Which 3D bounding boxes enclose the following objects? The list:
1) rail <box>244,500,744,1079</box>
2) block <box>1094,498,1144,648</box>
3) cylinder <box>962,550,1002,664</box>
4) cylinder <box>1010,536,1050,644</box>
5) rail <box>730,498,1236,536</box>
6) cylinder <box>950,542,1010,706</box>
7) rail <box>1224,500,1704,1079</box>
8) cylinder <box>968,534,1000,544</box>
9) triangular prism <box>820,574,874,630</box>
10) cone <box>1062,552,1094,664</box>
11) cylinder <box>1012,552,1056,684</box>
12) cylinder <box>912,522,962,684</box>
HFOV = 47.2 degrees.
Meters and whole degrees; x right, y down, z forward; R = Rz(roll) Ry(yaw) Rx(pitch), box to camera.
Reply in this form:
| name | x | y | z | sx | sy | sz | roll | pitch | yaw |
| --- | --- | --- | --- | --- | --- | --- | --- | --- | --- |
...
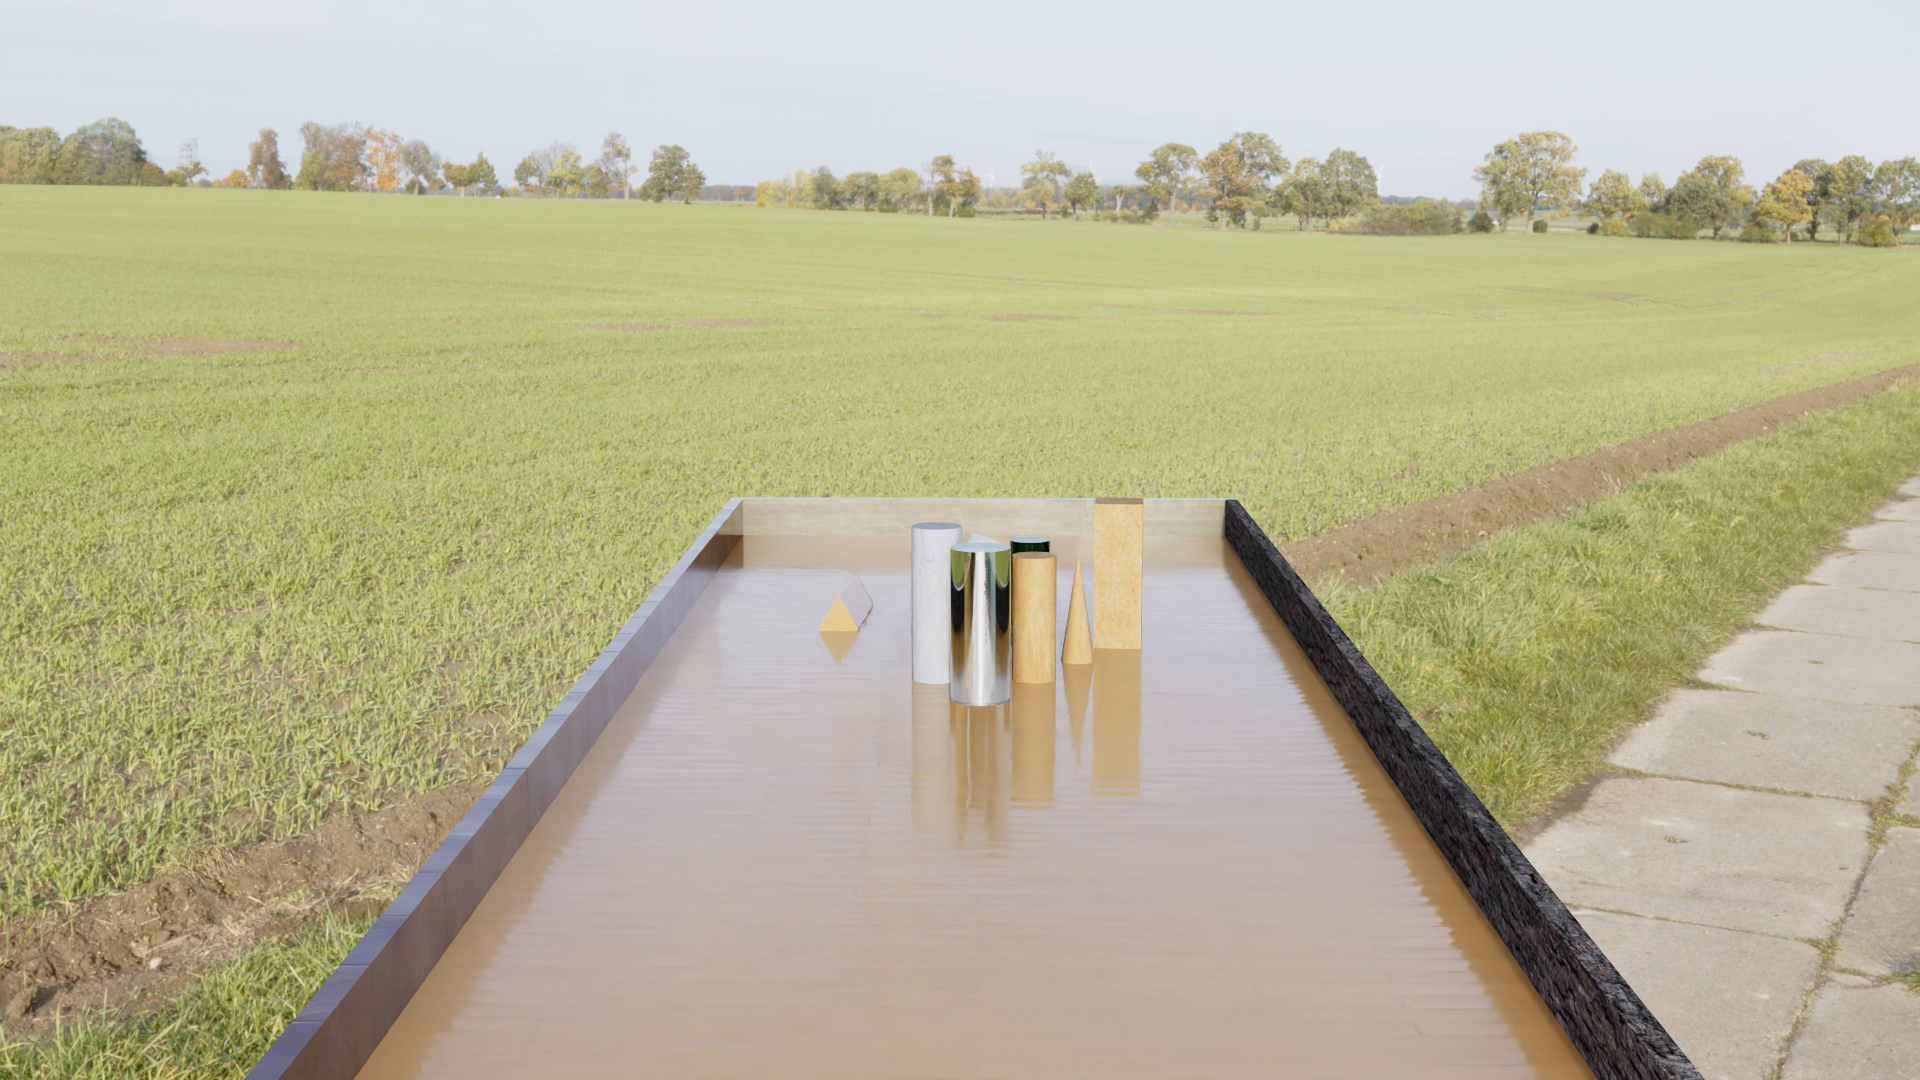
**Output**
| name | x | y | z | sx | sy | sz | roll | pitch | yaw |
| --- | --- | --- | --- | --- | --- | --- | --- | --- | --- |
| rail | -1.004 | 0.839 | 3.234 | 0.050 | 0.150 | 12.000 | 0 | 9 | 1 |
| block | 0.498 | 0.103 | 6.907 | 0.148 | 0.455 | 0.148 | 1 | 9 | 5 |
| cylinder | 0.058 | 0.201 | 6.701 | 0.146 | 0.326 | 0.146 | 0 | 9 | 0 |
| cylinder | 0.219 | 0.163 | 6.921 | 0.124 | 0.332 | 0.124 | 0 | 9 | 0 |
| rail | 0.099 | -0.098 | 9.147 | 2.100 | 0.150 | 0.050 | 0 | 9 | 1 |
| cylinder | 0.057 | 0.234 | 6.153 | 0.170 | 0.432 | 0.170 | 0 | 9 | 0 |
| rail | 1.046 | 0.843 | 3.208 | 0.050 | 0.150 | 12.000 | 0 | 9 | 1 |
| cylinder | 0.038 | 0.148 | 6.990 | 0.139 | 0.311 | 0.139 | 23 | 8 | -4 |
| triangular prism | -0.378 | 0.203 | 7.359 | 0.127 | 0.110 | 0.456 | 1 | 9 | 4 |
| cone | 0.358 | 0.196 | 6.666 | 0.101 | 0.346 | 0.101 | 0 | 9 | 0 |
| cylinder | 0.216 | 0.225 | 6.418 | 0.129 | 0.366 | 0.129 | 0 | 9 | 0 |
| cylinder | -0.068 | 0.183 | 6.414 | 0.148 | 0.452 | 0.148 | 0 | 9 | 0 |
